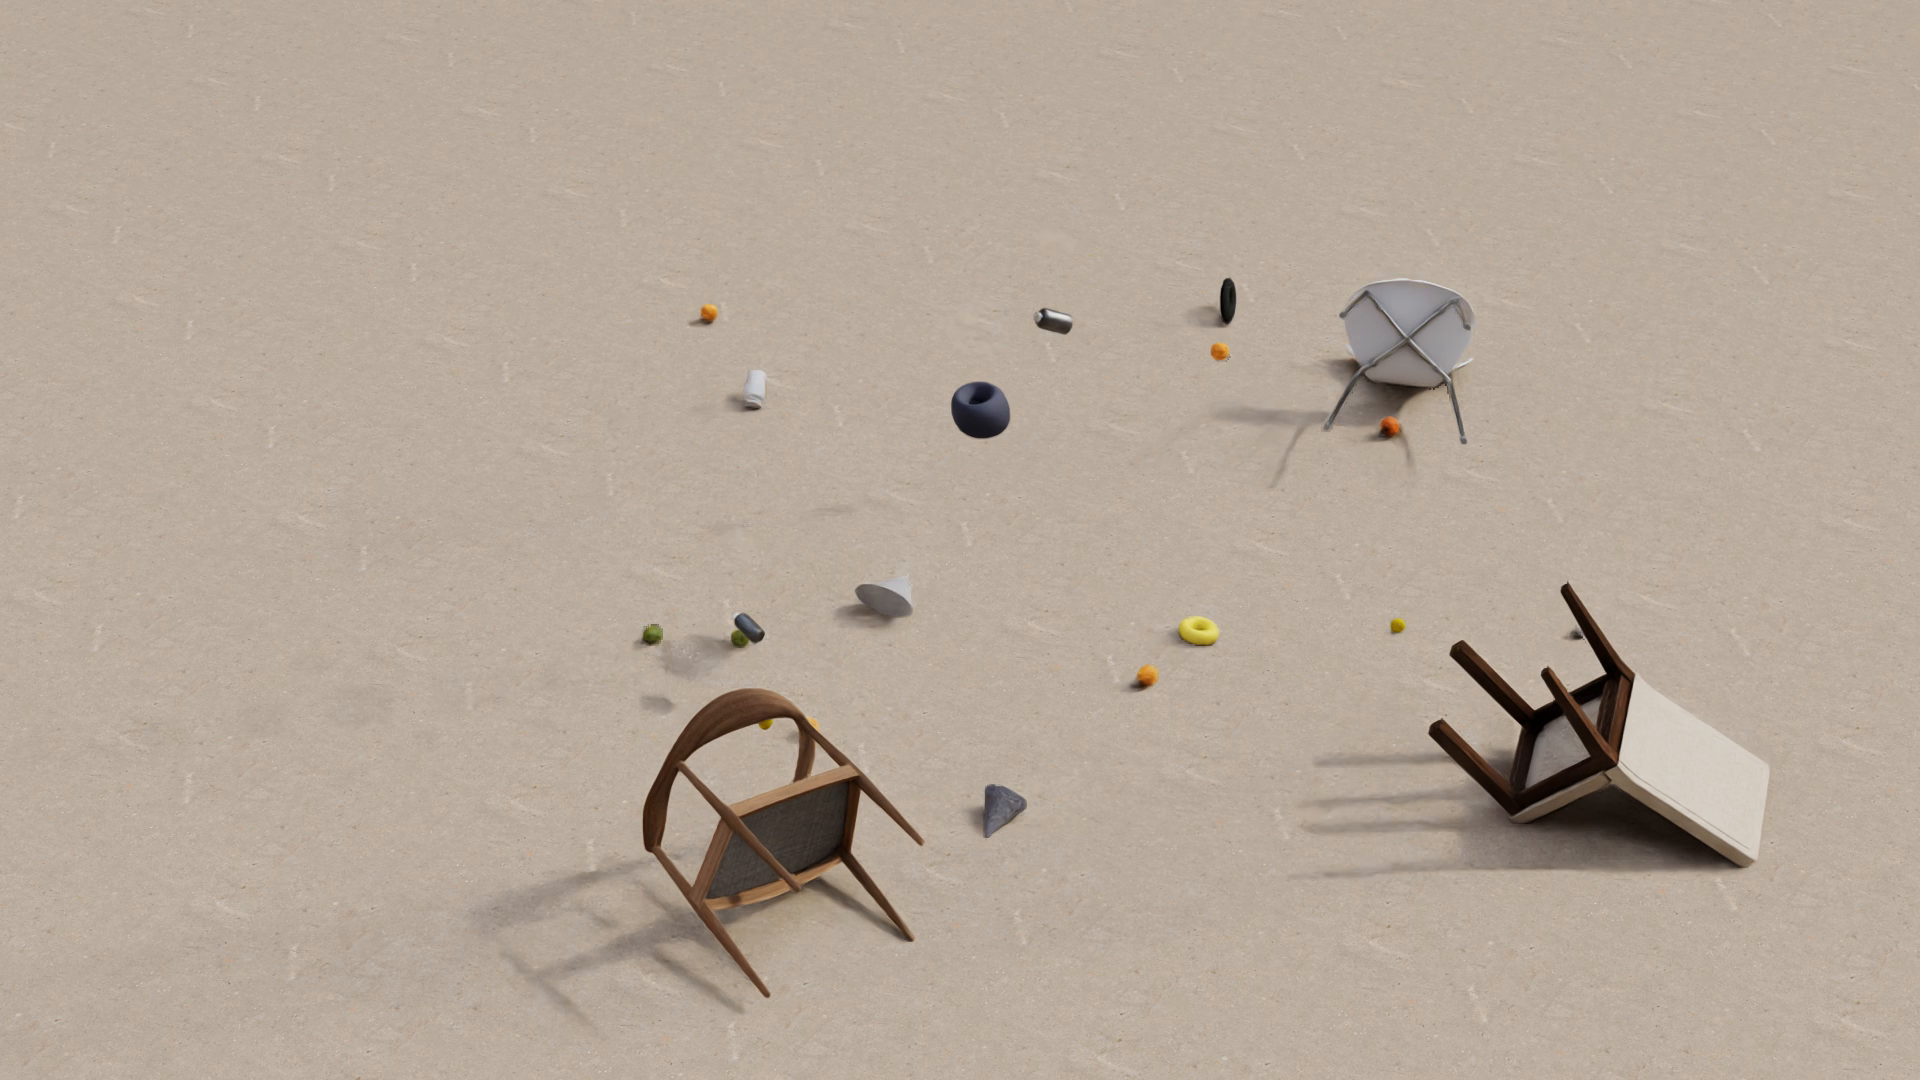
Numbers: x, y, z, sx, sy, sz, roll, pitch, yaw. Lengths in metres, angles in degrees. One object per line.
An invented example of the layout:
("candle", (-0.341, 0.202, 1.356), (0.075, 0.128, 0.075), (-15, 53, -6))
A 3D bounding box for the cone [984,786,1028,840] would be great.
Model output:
("cone", (0.116, 0.905, 9.520), (0.149, 0.114, 0.179), (20, 56, 14))

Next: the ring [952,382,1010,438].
("ring", (0.071, -0.448, 10.084), (0.192, 0.129, 0.261), (-22, 31, -12))

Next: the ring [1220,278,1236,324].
("ring", (1.130, -1.008, 12.359), (0.040, 0.109, 0.236), (-10, 52, 25))

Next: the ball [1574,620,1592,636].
("ball", (2.214, 0.314, 10.417), (0.057, 0.057, 0.057), (0, 33, 0))

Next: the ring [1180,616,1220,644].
("ring", (0.849, 0.321, 10.408), (0.150, 0.054, 0.117), (19, 41, 27))

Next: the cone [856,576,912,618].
("cone", (-0.229, 0.172, 10.549), (0.251, 0.129, 0.162), (16, 43, 30))
